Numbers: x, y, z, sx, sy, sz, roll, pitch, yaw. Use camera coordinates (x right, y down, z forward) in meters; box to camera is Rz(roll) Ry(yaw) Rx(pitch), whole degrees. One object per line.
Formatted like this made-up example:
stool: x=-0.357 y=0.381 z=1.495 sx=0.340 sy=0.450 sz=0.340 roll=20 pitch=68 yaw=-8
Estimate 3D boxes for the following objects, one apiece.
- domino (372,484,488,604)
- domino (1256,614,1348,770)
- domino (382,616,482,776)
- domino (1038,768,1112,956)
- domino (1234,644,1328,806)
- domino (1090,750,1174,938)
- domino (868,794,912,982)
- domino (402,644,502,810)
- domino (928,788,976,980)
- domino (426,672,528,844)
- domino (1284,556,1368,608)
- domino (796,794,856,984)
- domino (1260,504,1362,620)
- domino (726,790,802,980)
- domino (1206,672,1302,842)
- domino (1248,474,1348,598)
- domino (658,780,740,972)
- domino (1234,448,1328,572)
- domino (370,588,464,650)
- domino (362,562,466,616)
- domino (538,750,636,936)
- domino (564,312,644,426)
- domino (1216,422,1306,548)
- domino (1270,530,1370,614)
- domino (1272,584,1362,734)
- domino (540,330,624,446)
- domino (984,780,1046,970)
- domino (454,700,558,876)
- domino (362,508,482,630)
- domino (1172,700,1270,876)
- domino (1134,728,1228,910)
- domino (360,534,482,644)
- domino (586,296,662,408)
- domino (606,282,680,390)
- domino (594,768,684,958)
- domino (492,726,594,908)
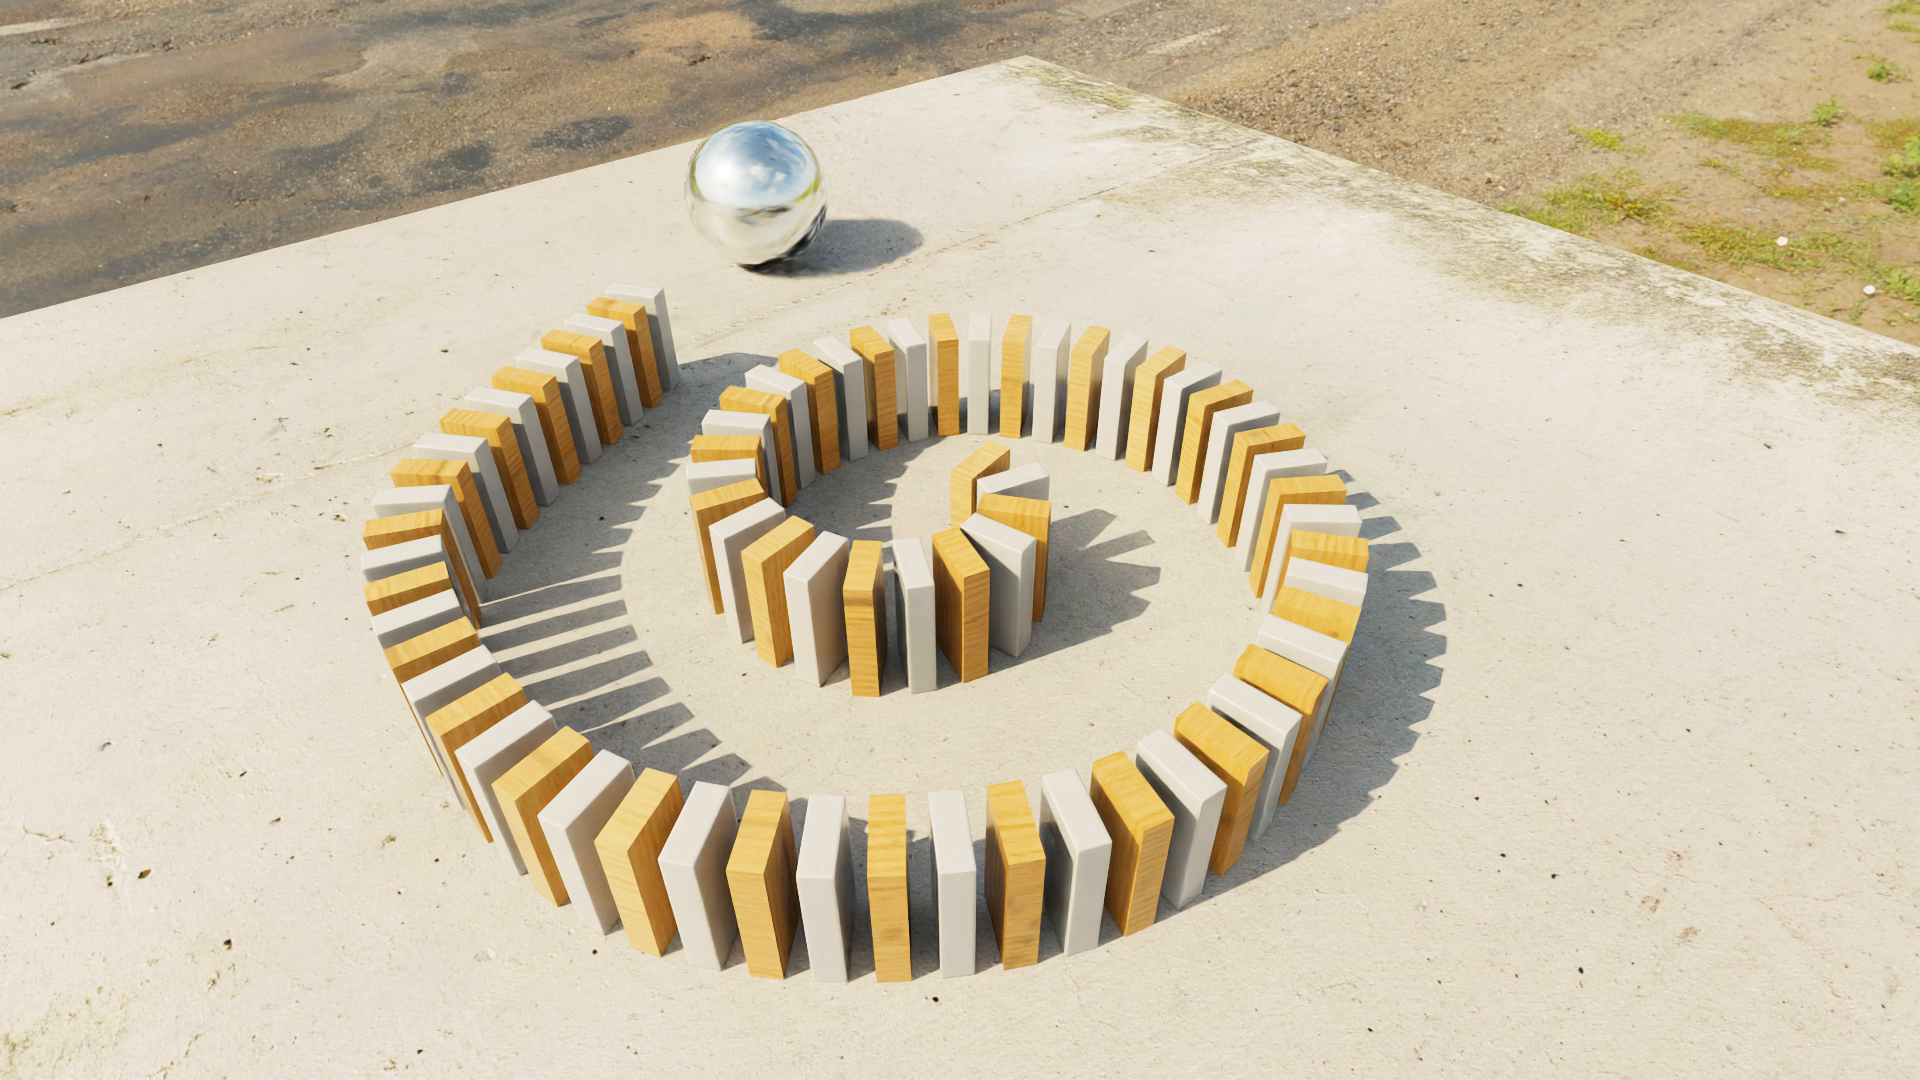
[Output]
domino: x=-0.196 y=0.003 z=0.408 sx=0.025 sy=0.050 sz=0.010 roll=-4 pitch=39 yaw=-5
domino: x=0.105 y=0.049 z=0.352 sx=0.025 sy=0.050 sz=0.010 roll=22 pitch=44 yaw=24
domino: x=-0.161 y=0.050 z=0.350 sx=0.025 sy=0.050 sz=0.010 roll=-26 pitch=46 yaw=-28
domino: x=0.030 y=0.089 z=0.303 sx=0.009 sy=0.050 sz=0.025 roll=-11 pitch=41 yaw=-13
domino: x=0.095 y=0.058 z=0.341 sx=0.025 sy=0.050 sz=0.009 roll=26 pitch=46 yaw=28
domino: x=0.046 y=0.085 z=0.307 sx=0.009 sy=0.050 sz=0.025 roll=-17 pitch=42 yaw=-20
domino: x=-0.019 y=0.094 z=0.296 sx=0.010 sy=0.050 sz=0.025 roll=-2 pitch=39 yaw=-2
domino: x=-0.151 y=0.058 z=0.340 sx=0.025 sy=0.050 sz=0.009 roll=-29 pitch=48 yaw=-31
domino: x=-0.002 y=0.094 z=0.297 sx=0.010 sy=0.050 sz=0.025 roll=-4 pitch=40 yaw=-5
domino: x=-0.139 y=0.066 z=0.331 sx=0.009 sy=0.050 sz=0.025 roll=32 pitch=49 yaw=33
domino: x=0.120 y=0.030 z=0.374 sx=0.025 sy=0.050 sz=0.009 roll=14 pitch=41 yaw=16
domino: x=-0.035 y=0.094 z=0.296 sx=0.009 sy=0.050 sz=0.025 roll=1 pitch=39 yaw=1
domino: x=0.127 y=0.010 z=0.399 sx=0.025 sy=0.050 sz=0.010 roll=1 pitch=39 yaw=1
domino: x=-0.052 y=0.094 z=0.297 sx=0.010 sy=0.050 sz=0.025 roll=4 pitch=40 yaw=5
domino: x=0.085 y=0.066 z=0.331 sx=0.025 sy=0.050 sz=0.010 roll=30 pitch=48 yaw=31
domino: x=0.126 y=-0.001 z=0.412 sx=0.025 sy=0.050 sz=0.009 roll=-4 pitch=39 yaw=-5
domino: x=-0.068 y=0.092 z=0.299 sx=0.009 sy=0.050 sz=0.025 roll=8 pitch=40 yaw=9
domino: x=0.123 y=-0.011 z=0.425 sx=0.025 sy=0.050 sz=0.010 roll=-8 pitch=40 yaw=-9
domino: x=-0.171 y=0.042 z=0.361 sx=0.025 sy=0.050 sz=0.009 roll=-23 pitch=44 yaw=-25
domino: x=-0.179 y=0.033 z=0.372 sx=0.025 sy=0.050 sz=0.009 roll=-19 pitch=43 yaw=-22
domino: x=-0.100 y=0.085 z=0.308 sx=0.009 sy=0.050 sz=0.025 roll=18 pitch=43 yaw=21
domino: x=-0.164 y=-0.078 z=0.507 sx=0.025 sy=0.050 sz=0.009 roll=14 pitch=41 yaw=16
domino: x=0.119 y=-0.021 z=0.437 sx=0.025 sy=0.050 sz=0.009 roll=-11 pitch=41 yaw=-13
domino: x=0.125 y=0.020 z=0.387 sx=0.025 sy=0.050 sz=0.010 roll=8 pitch=40 yaw=9
domino: x=0.113 y=0.040 z=0.363 sx=0.025 sy=0.050 sz=0.010 roll=18 pitch=43 yaw=21
domino: x=-0.170 y=-0.068 z=0.495 sx=0.025 sy=0.050 sz=0.009 roll=13 pitch=41 yaw=16
domino: x=0.014 y=0.092 z=0.299 sx=0.010 sy=0.050 sz=0.025 roll=-7 pitch=40 yaw=-9
domino: x=-0.127 y=0.073 z=0.322 sx=0.009 sy=0.050 sz=0.025 roll=28 pitch=47 yaw=30
domino: x=-0.192 y=0.013 z=0.395 sx=0.025 sy=0.050 sz=0.009 roll=-10 pitch=40 yaw=-12
domino: x=0.073 y=0.073 z=0.322 sx=0.010 sy=0.050 sz=0.025 roll=-30 pitch=48 yaw=-31
domino: x=0.060 y=0.080 z=0.314 sx=0.009 sy=0.050 sz=0.025 roll=-24 pitch=45 yaw=-27
domino: x=-0.187 y=0.023 z=0.383 sx=0.025 sy=0.050 sz=0.010 roll=-15 pitch=42 yaw=-18
domino: x=-0.158 y=-0.088 z=0.519 sx=0.025 sy=0.050 sz=0.010 roll=13 pitch=41 yaw=16
domino: x=-0.152 y=-0.098 z=0.531 sx=0.025 sy=0.050 sz=0.009 roll=10 pitch=40 yaw=11
domino: x=-0.084 y=0.089 z=0.303 sx=0.010 sy=0.050 sz=0.025 roll=12 pitch=41 yaw=14
domino: x=-0.114 y=0.080 z=0.314 sx=0.010 sy=0.050 sz=0.025 roll=24 pitch=45 yaw=26
